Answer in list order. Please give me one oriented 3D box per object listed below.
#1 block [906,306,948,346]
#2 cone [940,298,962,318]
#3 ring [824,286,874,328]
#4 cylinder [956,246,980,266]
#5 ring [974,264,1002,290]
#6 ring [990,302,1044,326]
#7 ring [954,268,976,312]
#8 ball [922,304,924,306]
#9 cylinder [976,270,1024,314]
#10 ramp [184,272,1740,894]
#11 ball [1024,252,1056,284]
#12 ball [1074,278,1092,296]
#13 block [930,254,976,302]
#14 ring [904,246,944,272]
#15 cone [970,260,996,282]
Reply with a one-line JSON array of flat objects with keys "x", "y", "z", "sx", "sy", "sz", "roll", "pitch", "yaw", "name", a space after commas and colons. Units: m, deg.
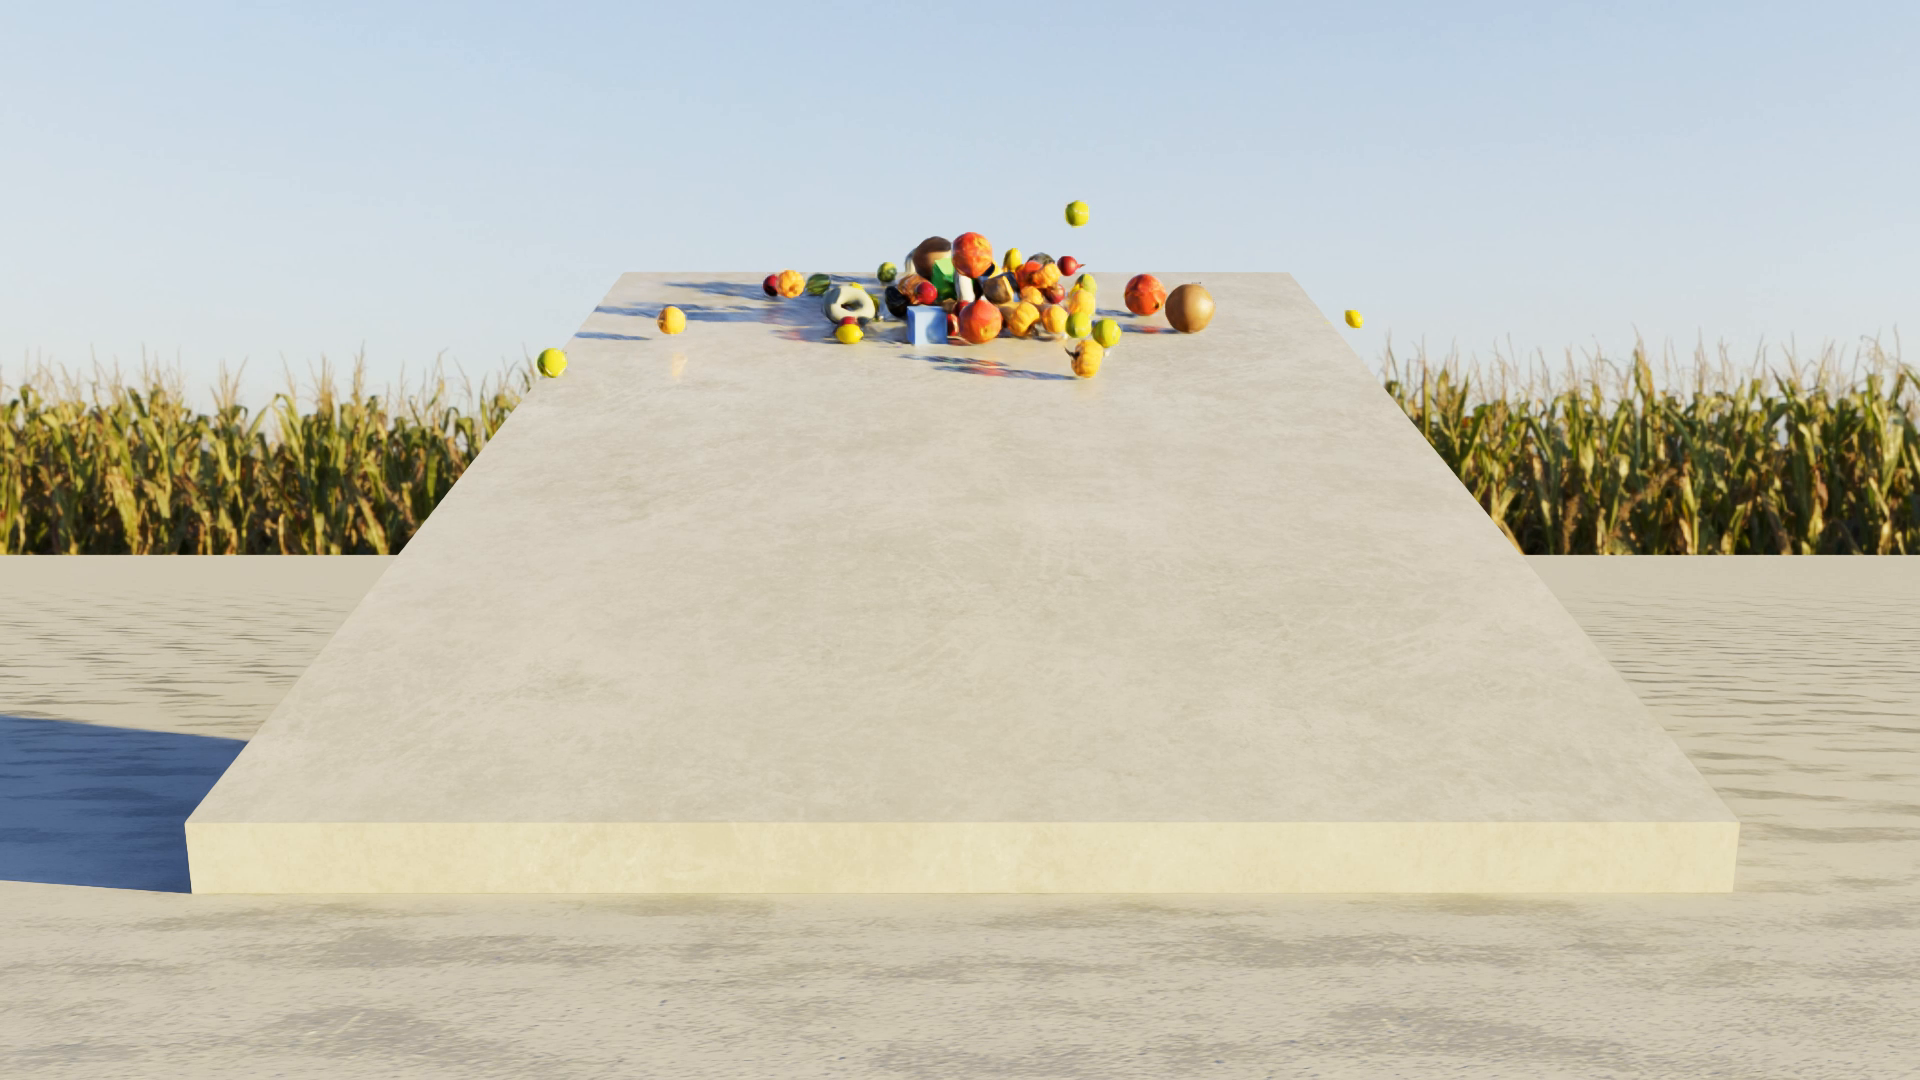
[{"x": -0.086, "y": -0.551, "z": 5.705, "sx": 0.084, "sy": 0.084, "sz": 0.084, "roll": -5, "pitch": 18, "yaw": -17, "name": "block"}, {"x": -0.025, "y": -0.634, "z": 5.956, "sx": 0.058, "sy": 0.058, "sz": 0.058, "roll": 0, "pitch": 33, "yaw": 2, "name": "cone"}, {"x": -0.295, "y": -0.618, "z": 5.902, "sx": 0.139, "sy": 0.139, "sz": 0.046, "roll": 0, "pitch": -38, "yaw": -16, "name": "ring"}, {"x": 0.022, "y": -0.812, "z": 6.437, "sx": 0.055, "sy": 0.055, "sz": 0.055, "roll": -24, "pitch": -31, "yaw": -16, "name": "cylinder"}, {"x": 0.077, "y": -0.733, "z": 6.230, "sx": 0.096, "sy": 0.096, "sz": 0.032, "roll": 0, "pitch": -6, "yaw": -10, "name": "ring"}, {"x": 0.154, "y": -0.604, "z": 5.938, "sx": 0.146, "sy": 0.049, "sz": 0.146, "roll": -2, "pitch": 16, "yaw": 0, "name": "ring"}, {"x": 0.012, "y": -0.671, "z": 5.964, "sx": 0.041, "sy": 0.124, "sz": 0.124, "roll": -11, "pitch": -1, "yaw": 6, "name": "ring"}, {"x": -0.098, "y": -0.575, "z": 5.797, "sx": 0.076, "sy": 0.076, "sz": 0.076, "roll": 0, "pitch": 0, "yaw": 0, "name": "ball"}, {"x": 0.107, "y": -0.669, "z": 6.007, "sx": 0.092, "sy": 0.092, "sz": 0.092, "roll": -32, "pitch": 8, "yaw": -13, "name": "cylinder"}, {"x": -0.003, "y": -0.173, "z": 4.783, "sx": 2.000, "sy": 0.100, "sz": 4.000, "roll": 0, "pitch": 17, "yaw": 0, "name": "ramp"}, {"x": 0.235, "y": -0.789, "z": 6.467, "sx": 0.093, "sy": 0.093, "sz": 0.093, "roll": 0, "pitch": 0, "yaw": 0, "name": "ball"}, {"x": 0.352, "y": -0.720, "z": 6.315, "sx": 0.051, "sy": 0.051, "sz": 0.051, "roll": 0, "pitch": 0, "yaw": 0, "name": "ball"}, {"x": -0.017, "y": -0.713, "z": 6.067, "sx": 0.087, "sy": 0.087, "sz": 0.087, "roll": -19, "pitch": -33, "yaw": -23, "name": "block"}, {"x": -0.103, "y": -0.828, "z": 6.688, "sx": 0.131, "sy": 0.044, "sz": 0.131, "roll": -1, "pitch": -43, "yaw": -1, "name": "ring"}, {"x": 0.064, "y": -0.714, "z": 6.024, "sx": 0.067, "sy": 0.067, "sz": 0.067, "roll": 0, "pitch": -37, "yaw": 3, "name": "cone"}]
